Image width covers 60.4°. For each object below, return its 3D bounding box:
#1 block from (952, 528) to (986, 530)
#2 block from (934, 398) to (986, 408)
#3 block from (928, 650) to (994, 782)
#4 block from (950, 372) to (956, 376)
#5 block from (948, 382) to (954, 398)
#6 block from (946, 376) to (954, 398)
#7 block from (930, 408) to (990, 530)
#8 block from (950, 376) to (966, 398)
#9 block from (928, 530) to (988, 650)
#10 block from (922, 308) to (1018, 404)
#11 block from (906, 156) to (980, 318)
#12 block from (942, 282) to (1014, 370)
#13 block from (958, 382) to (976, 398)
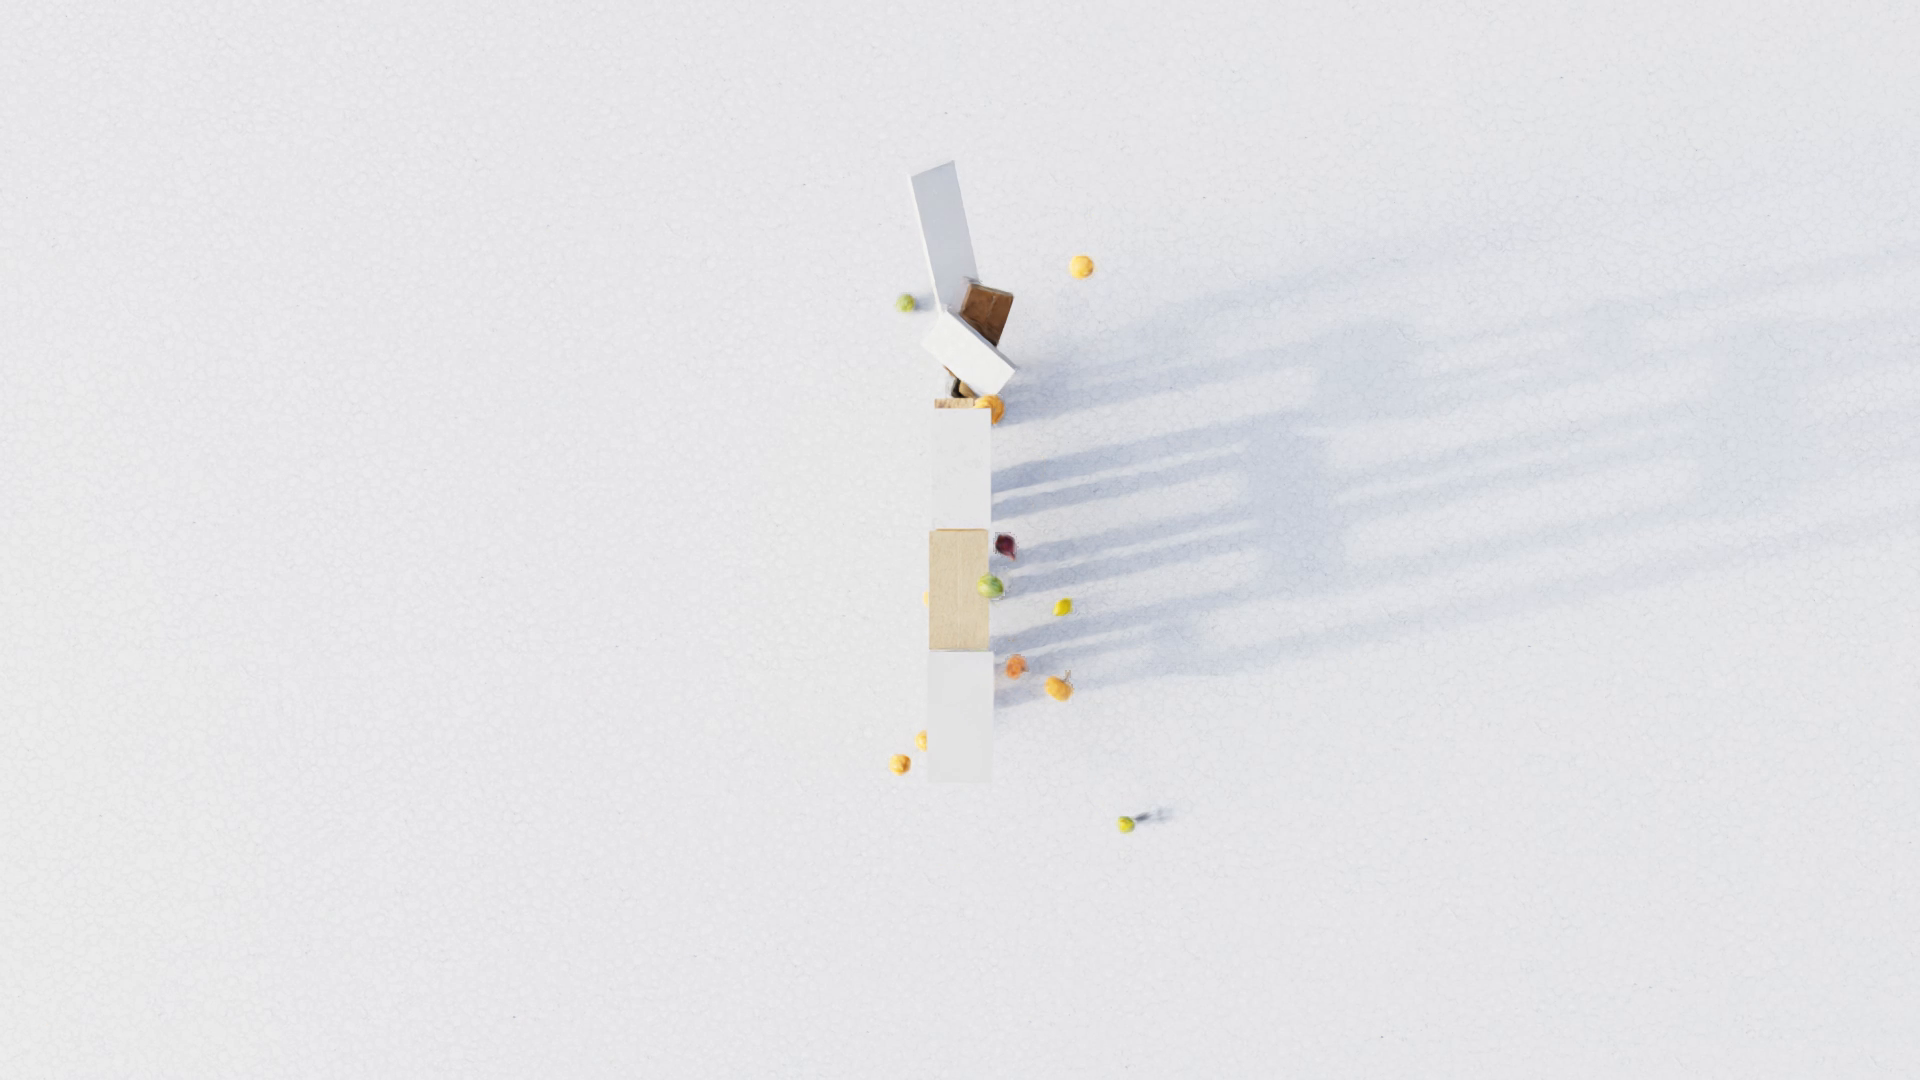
[{"bbox_3d":[0.002,-0.025,4.823,0.144,0.041,0.289,0,90,0],"label":"block"},{"bbox_3d":[0.000,-0.279,5.155,0.161,0.046,0.322,0,90,0],"label":"block"},{"bbox_3d":[0.001,0.474,4.431,0.175,0.050,0.350,0,90,0],"label":"block"},{"bbox_3d":[0.004,-0.510,5.439,0.079,0.022,0.158,0,48,0],"label":"block"},{"bbox_3d":[-0.012,-0.469,5.343,0.053,0.015,0.106,1,47,1],"label":"block"},{"bbox_3d":[-0.008,-0.473,5.372,0.079,0.022,0.158,1,47,1],"label":"block"},{"bbox_3d":[0.002,-0.191,4.456,0.162,0.046,0.323,0,90,0],"label":"block"},{"bbox_3d":[-0.002,-0.488,5.307,0.015,0.106,0.053,-27,118,30],"label":"block"},{"bbox_3d":[-0.004,0.134,4.460,0.160,0.045,0.320,0,90,0],"label":"block"},{"bbox_3d":[0.031,-0.589,5.287,0.292,0.041,0.146,41,118,2],"label":"block"},{"bbox_3d":[-0.035,-0.909,5.194,0.146,0.041,0.601,-23,130,-11],"label":"block"},{"bbox_3d":[0.058,-0.675,5.331,0.146,0.041,0.292,11,118,-17],"label":"block"},{"bbox_3d":[0.025,-0.495,5.321,0.053,0.106,0.015,34,121,-15],"label":"block"}]
